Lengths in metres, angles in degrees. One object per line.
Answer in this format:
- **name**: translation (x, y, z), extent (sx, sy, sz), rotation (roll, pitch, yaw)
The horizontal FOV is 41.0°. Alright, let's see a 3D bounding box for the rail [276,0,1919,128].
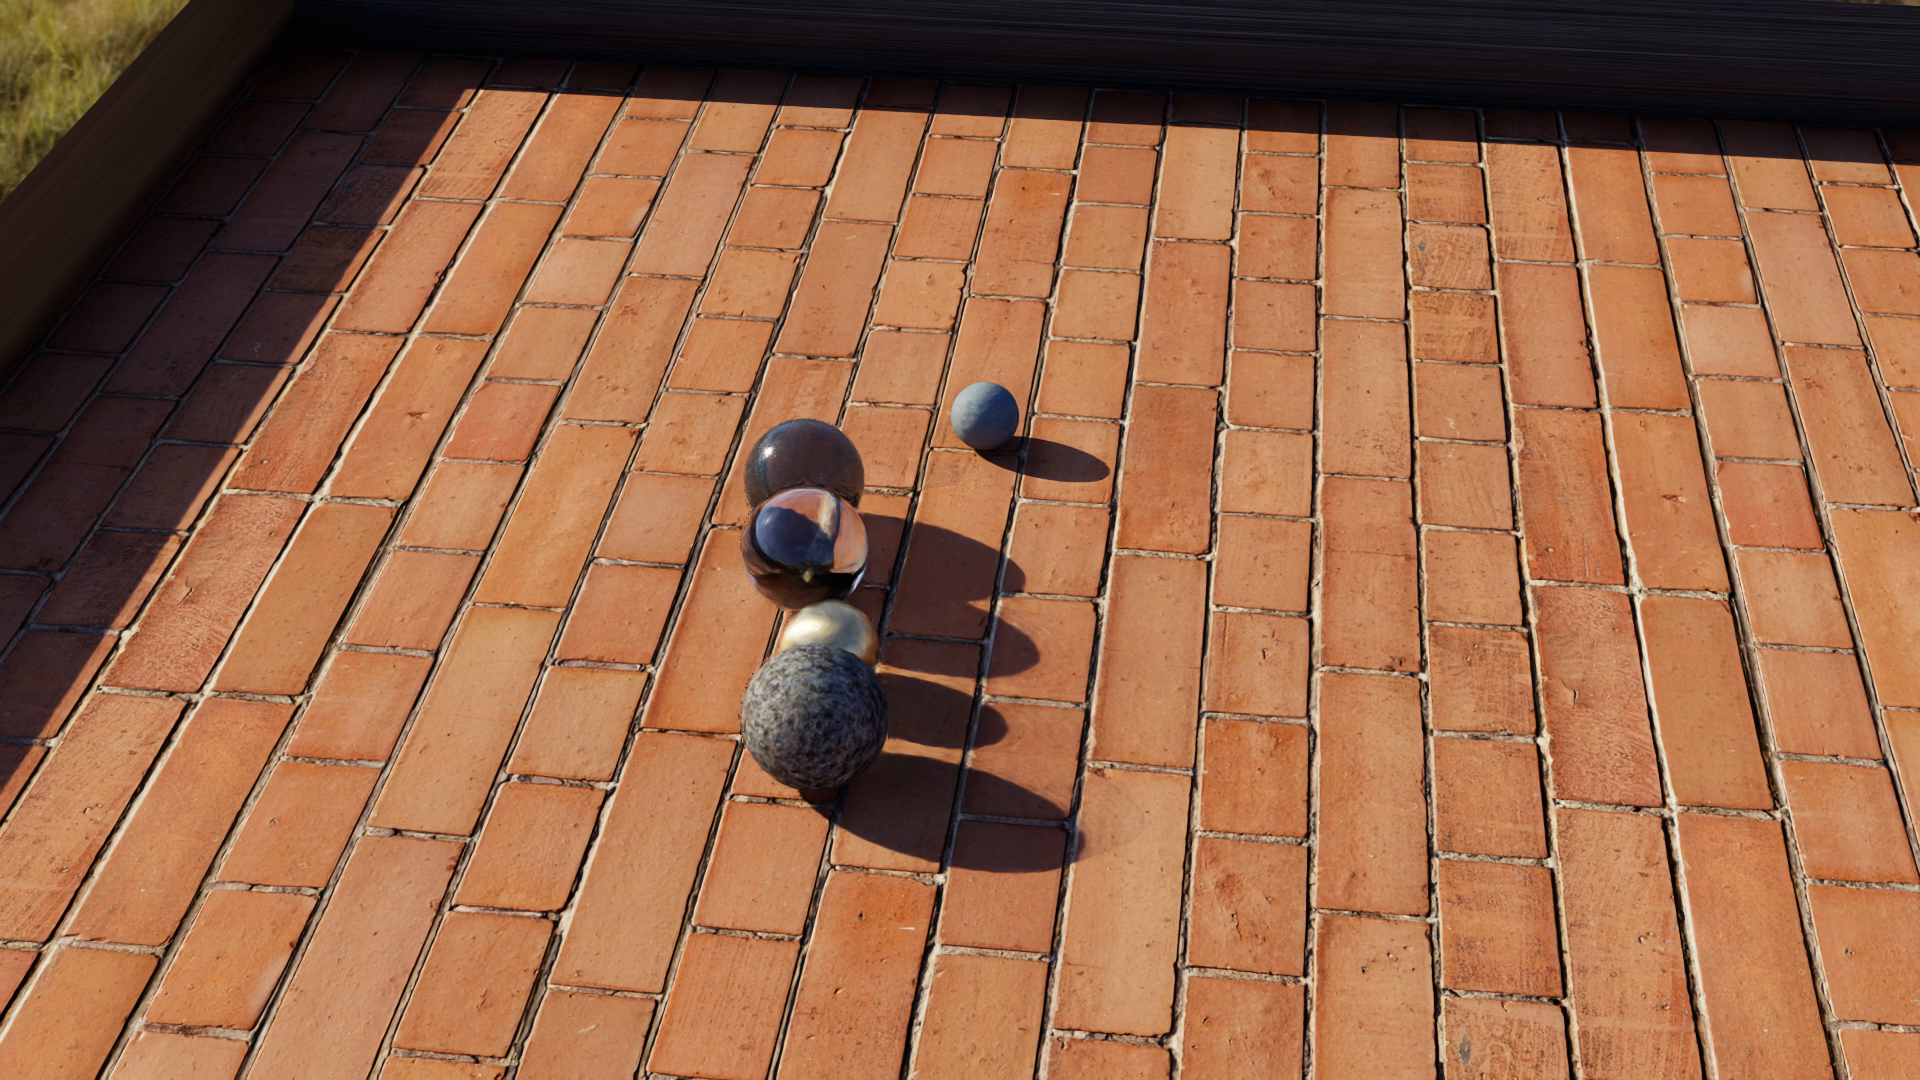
- **rail**: translation (0.928, -0.444, 2.466), extent (3.321, 0.126, 0.045), rotation (4, 35, 6)

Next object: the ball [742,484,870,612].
- **ball**: translation (-0.111, 0.006, 1.848), extent (0.092, 0.092, 0.092), rotation (0, 35, 0)

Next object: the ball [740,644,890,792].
- **ball**: translation (-0.095, 0.116, 1.684), extent (0.097, 0.097, 0.097), rotation (0, 35, 0)

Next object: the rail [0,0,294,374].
- **rail**: translation (-0.801, -0.074, 1.932), extent (0.045, 0.126, 1.758), rotation (4, 35, 6)

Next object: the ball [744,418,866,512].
- **ball**: translation (-0.117, -0.045, 1.923), extent (0.091, 0.091, 0.091), rotation (0, 35, 0)

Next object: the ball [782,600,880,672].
- **ball**: translation (-0.089, 0.075, 1.771), extent (0.067, 0.067, 0.067), rotation (0, 35, 0)

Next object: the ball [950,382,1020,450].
- **ball**: translation (0.020, -0.098, 2.032), extent (0.054, 0.054, 0.054), rotation (0, 35, 0)
